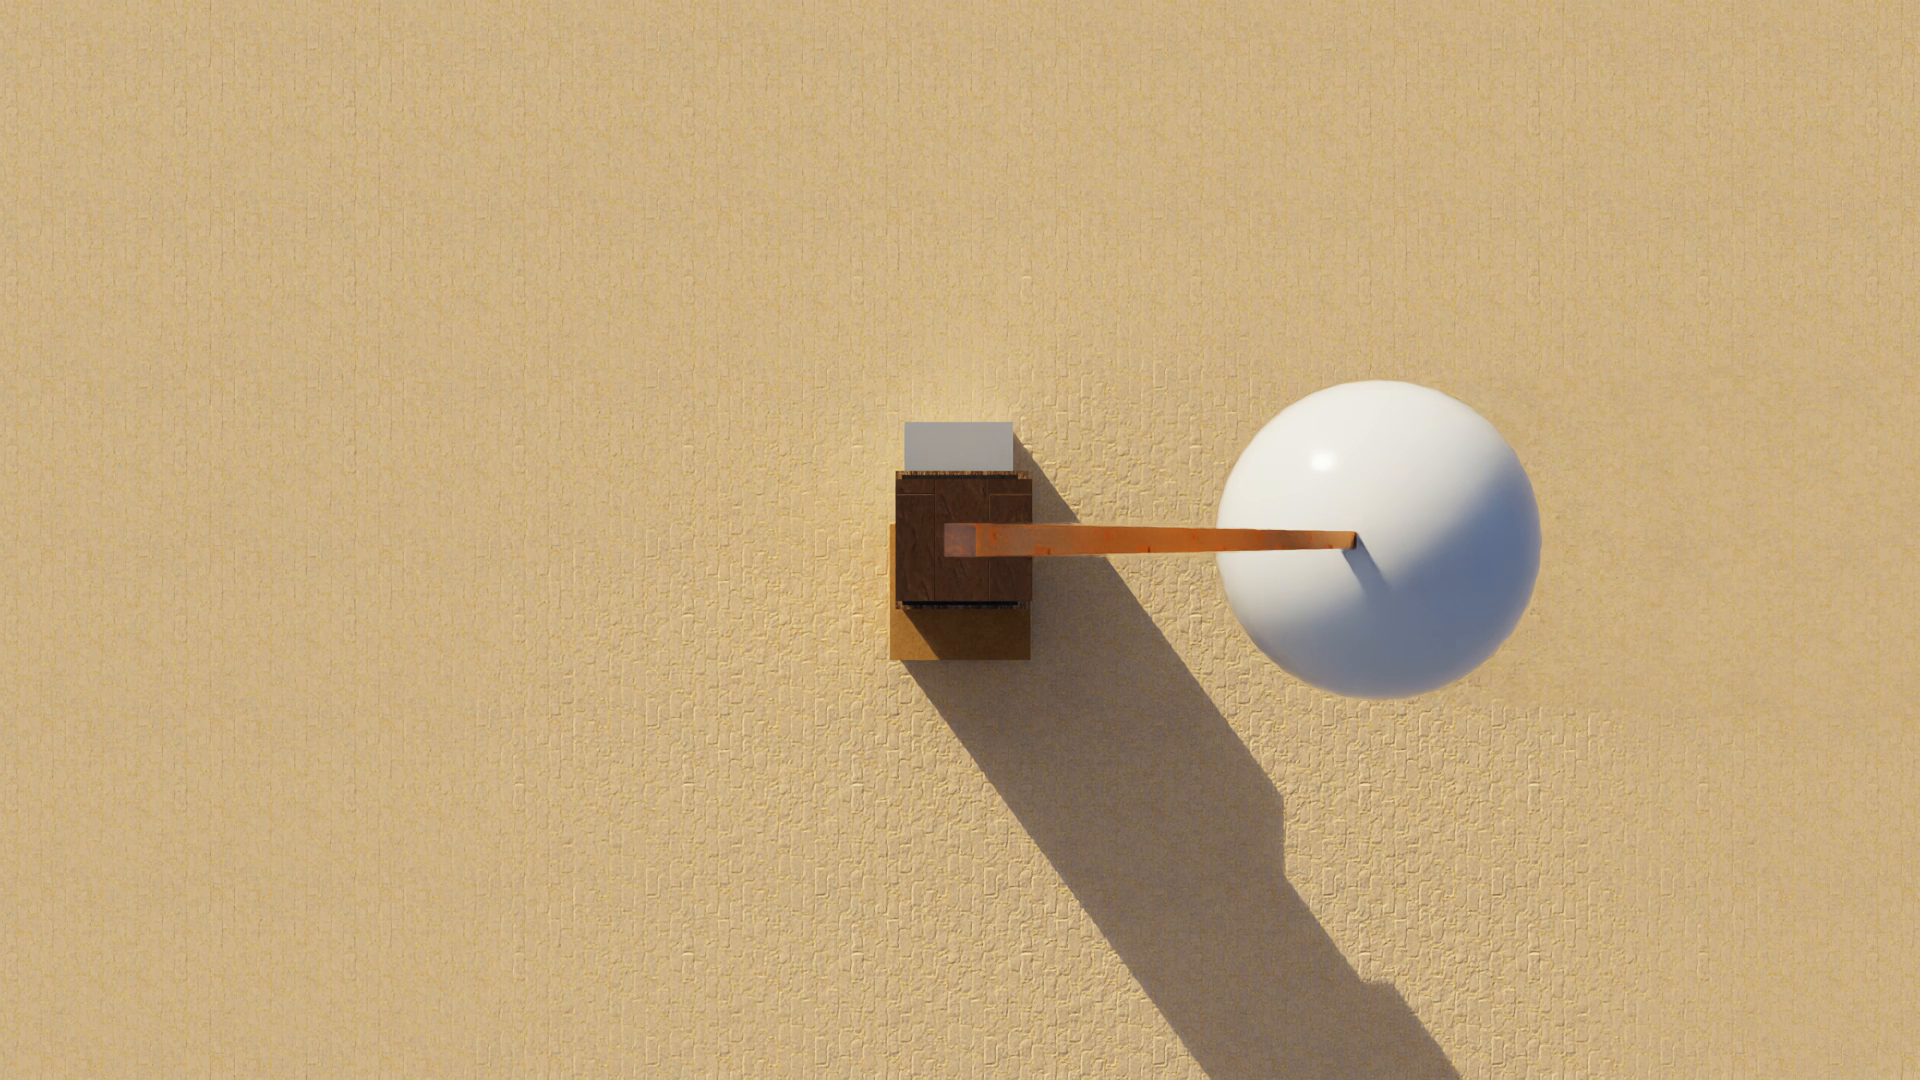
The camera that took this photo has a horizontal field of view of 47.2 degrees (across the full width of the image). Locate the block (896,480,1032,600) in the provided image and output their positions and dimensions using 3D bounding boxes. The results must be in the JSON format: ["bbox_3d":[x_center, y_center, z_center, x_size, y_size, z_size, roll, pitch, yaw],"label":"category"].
[{"bbox_3d":[0.018,0.000,10.490,0.635,0.575,0.566,0,90,0],"label":"block"}]

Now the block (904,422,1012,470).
[{"bbox_3d":[-0.007,-0.381,12.689,0.610,0.623,0.566,0,90,0],"label":"block"}]

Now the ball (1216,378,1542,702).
[{"bbox_3d":[2.074,0.000,10.952,1.600,1.600,1.600,0,90,0],"label":"ball"}]

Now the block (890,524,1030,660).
[{"bbox_3d":[0.001,0.288,12.579,0.778,0.841,0.752,0,90,0],"label":"block"}]

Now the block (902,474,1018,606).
[{"bbox_3d":[-0.001,0.000,11.119,0.567,0.682,0.638,0,90,0],"label":"block"}]

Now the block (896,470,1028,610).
[{"bbox_3d":[0.010,0.000,11.809,0.695,0.699,0.721,0,90,0],"label":"block"}]

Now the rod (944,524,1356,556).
[{"bbox_3d":[0.899,0.000,7.761,0.080,5.200,0.080,0,90,20],"label":"rod"}]
